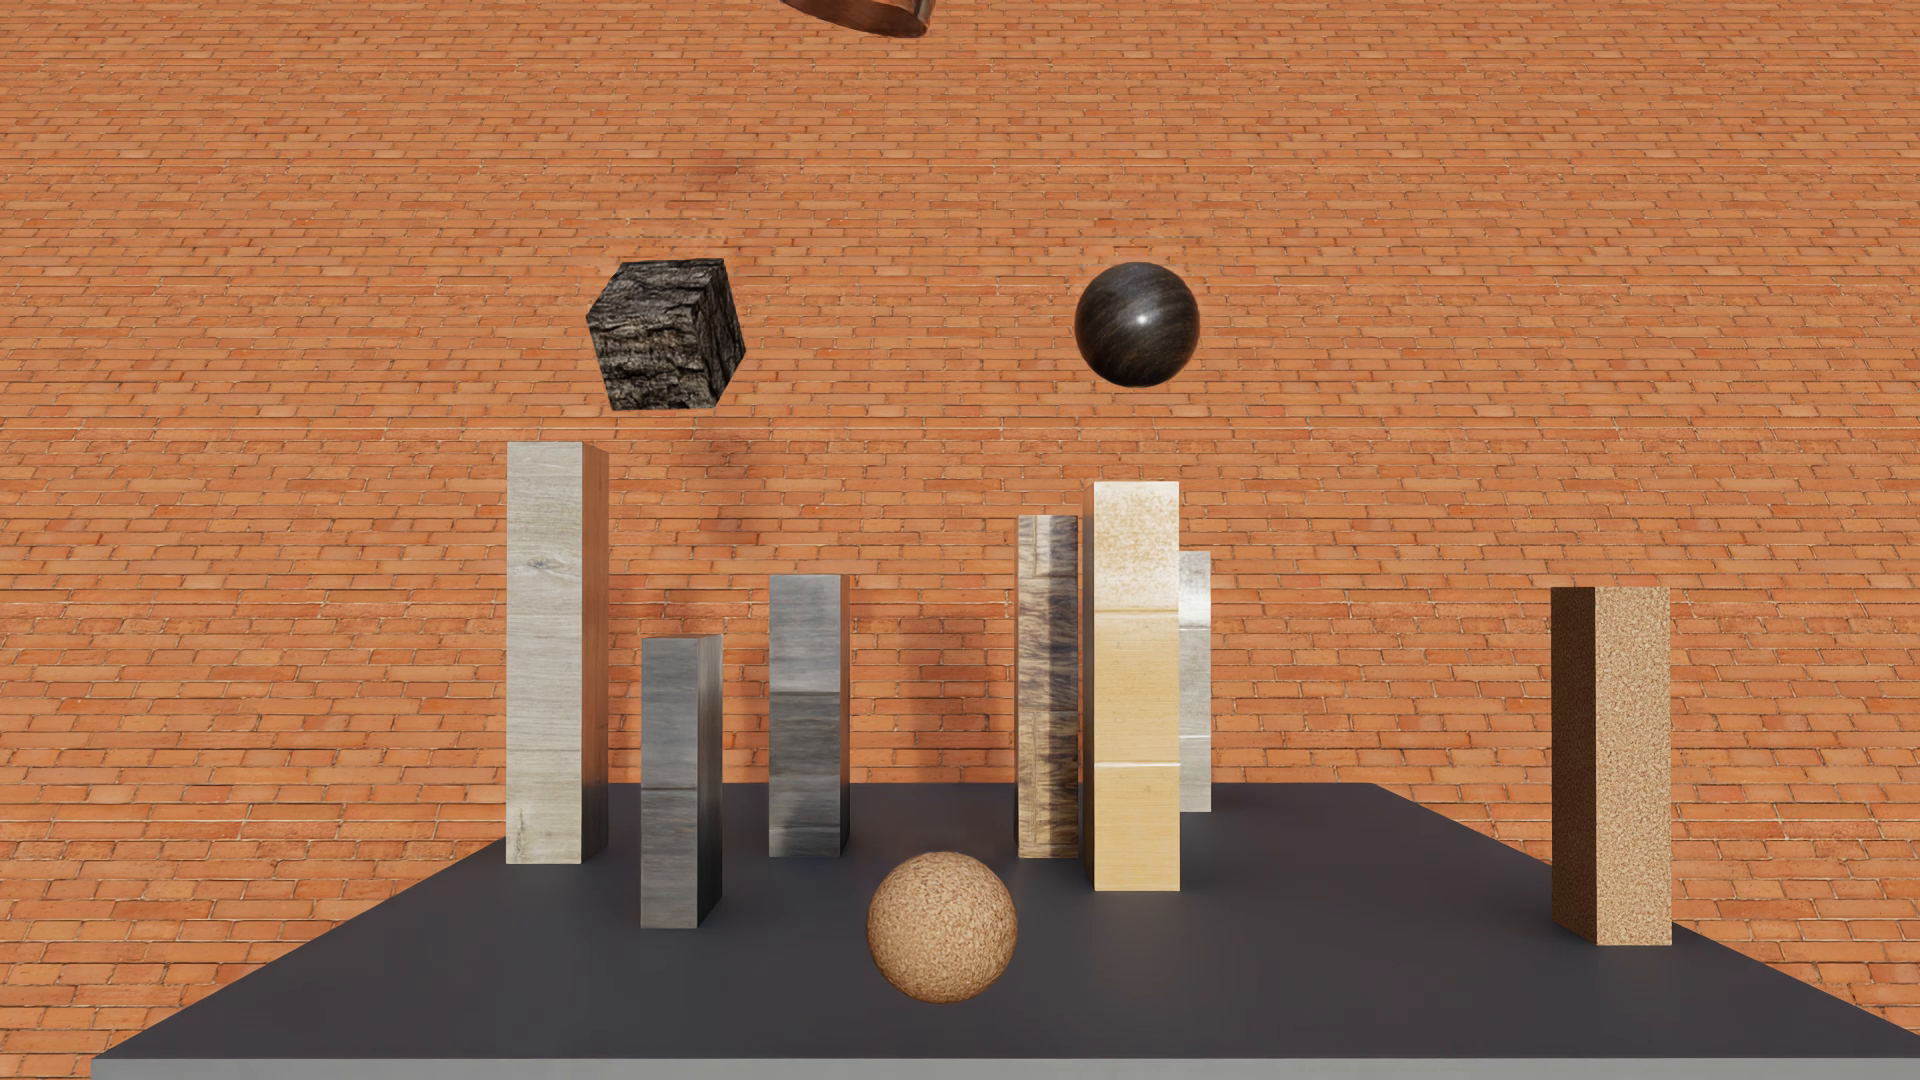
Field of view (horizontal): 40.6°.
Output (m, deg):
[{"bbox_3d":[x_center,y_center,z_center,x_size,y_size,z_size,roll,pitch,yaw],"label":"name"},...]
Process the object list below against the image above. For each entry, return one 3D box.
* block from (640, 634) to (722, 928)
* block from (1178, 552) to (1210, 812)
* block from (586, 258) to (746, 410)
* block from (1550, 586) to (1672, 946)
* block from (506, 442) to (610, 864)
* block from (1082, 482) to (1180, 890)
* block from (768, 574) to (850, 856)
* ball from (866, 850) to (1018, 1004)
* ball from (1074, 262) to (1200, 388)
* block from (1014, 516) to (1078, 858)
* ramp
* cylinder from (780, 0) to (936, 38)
[{"bbox_3d":[-0.430,0.364,4.038,0.083,0.429,0.410,0,-1,0],"label":"block"},{"bbox_3d":[0.497,0.324,6.073,0.141,0.589,0.411,0,-1,0],"label":"block"},{"bbox_3d":[-0.325,-0.228,2.880,0.121,0.121,0.121,0,35,16],"label":"block"},{"bbox_3d":[0.948,0.321,3.789,0.105,0.504,0.276,0,-1,0],"label":"block"},{"bbox_3d":[-0.762,0.210,4.939,0.138,0.773,0.366,0,-1,0],"label":"block"},{"bbox_3d":[0.294,0.247,4.526,0.141,0.681,0.413,0,-1,0],"label":"block"},{"bbox_3d":[-0.292,0.334,5.087,0.134,0.530,0.426,0,-1,0],"label":"block"},{"bbox_3d":[-0.019,0.406,2.719,0.159,0.159,0.159,0,33,0],"label":"ball"},{"bbox_3d":[0.199,-0.242,2.912,0.142,0.142,0.142,0,33,0],"label":"ball"},{"bbox_3d":[0.165,0.278,5.051,0.111,0.641,0.397,0,-1,0],"label":"block"},{"bbox_3d":[0.074,0.642,4.761,2.000,0.100,4.000,0,-1,0],"label":"ramp"},{"bbox_3d":[-0.086,-0.570,2.391,0.164,0.164,0.164,16,-2,1],"label":"cylinder"}]
